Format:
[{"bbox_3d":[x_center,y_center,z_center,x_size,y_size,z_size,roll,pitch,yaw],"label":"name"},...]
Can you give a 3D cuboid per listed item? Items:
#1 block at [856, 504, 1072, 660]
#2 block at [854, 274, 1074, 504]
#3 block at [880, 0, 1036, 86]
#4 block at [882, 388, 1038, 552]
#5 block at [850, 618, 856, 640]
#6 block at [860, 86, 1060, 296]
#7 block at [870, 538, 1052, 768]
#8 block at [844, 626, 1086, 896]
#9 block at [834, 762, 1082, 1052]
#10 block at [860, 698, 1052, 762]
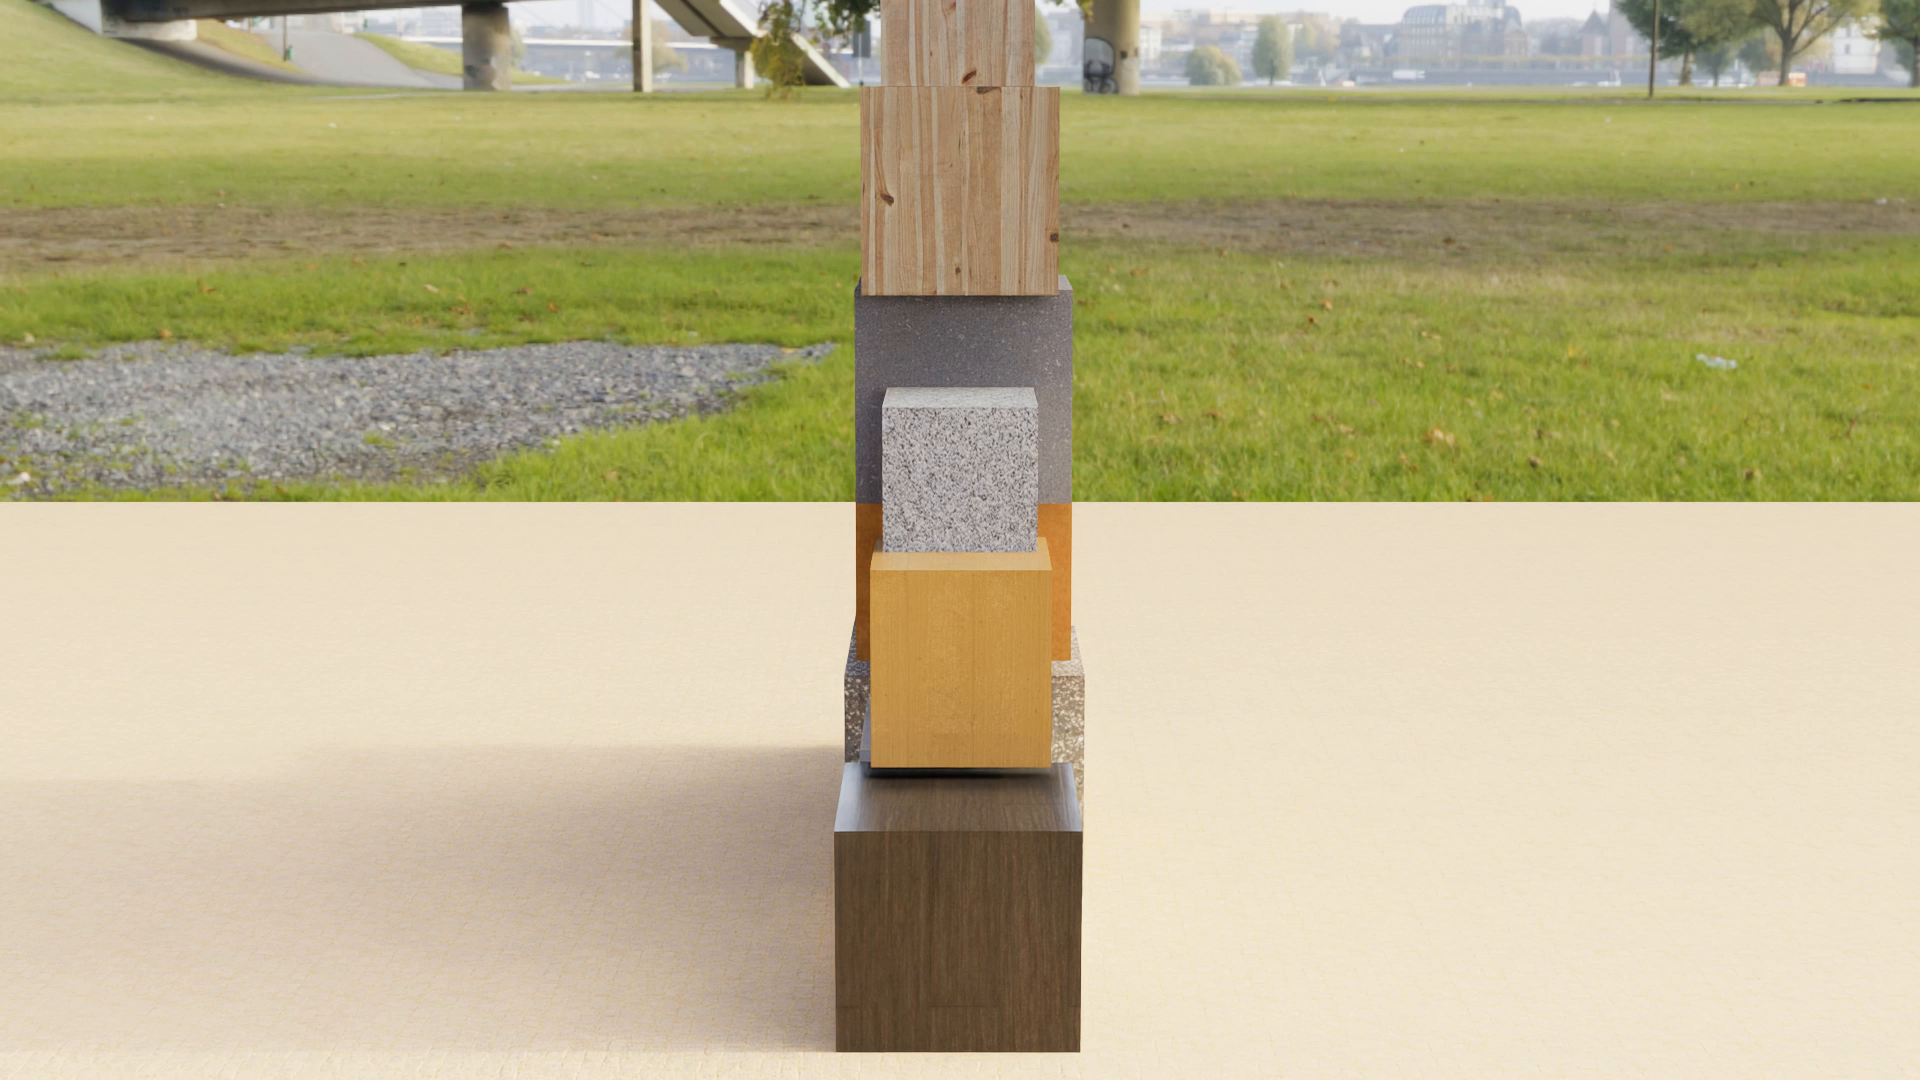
[{"bbox_3d":[0.016,0.083,11.533,0.935,0.749,0.834,0,10,0],"label":"block"},{"bbox_3d":[0.015,-0.662,11.039,0.902,0.894,0.786,0,10,0],"label":"block"},{"bbox_3d":[-0.009,-2.177,10.784,0.630,0.529,0.618,0,10,0],"label":"block"},{"bbox_3d":[0.001,-0.294,10.353,0.606,0.571,0.682,0,10,0],"label":"block"},{"bbox_3d":[-0.013,0.845,12.427,0.998,0.891,0.858,0,10,0],"label":"block"},{"bbox_3d":[0.000,-1.459,10.619,0.791,0.825,0.795,0,10,0],"label":"block"},{"bbox_3d":[0.004,0.430,10.118,0.689,0.770,0.705,0,10,0],"label":"block"},{"bbox_3d":[0.019,0.969,11.493,1.025,0.981,1.005,0,10,0],"label":"block"},{"bbox_3d":[-0.006,1.369,9.705,0.889,0.835,0.932,0,10,0],"label":"block"},{"bbox_3d":[-0.017,1.185,10.584,0.755,0.882,0.842,0,10,0],"label":"block"}]
